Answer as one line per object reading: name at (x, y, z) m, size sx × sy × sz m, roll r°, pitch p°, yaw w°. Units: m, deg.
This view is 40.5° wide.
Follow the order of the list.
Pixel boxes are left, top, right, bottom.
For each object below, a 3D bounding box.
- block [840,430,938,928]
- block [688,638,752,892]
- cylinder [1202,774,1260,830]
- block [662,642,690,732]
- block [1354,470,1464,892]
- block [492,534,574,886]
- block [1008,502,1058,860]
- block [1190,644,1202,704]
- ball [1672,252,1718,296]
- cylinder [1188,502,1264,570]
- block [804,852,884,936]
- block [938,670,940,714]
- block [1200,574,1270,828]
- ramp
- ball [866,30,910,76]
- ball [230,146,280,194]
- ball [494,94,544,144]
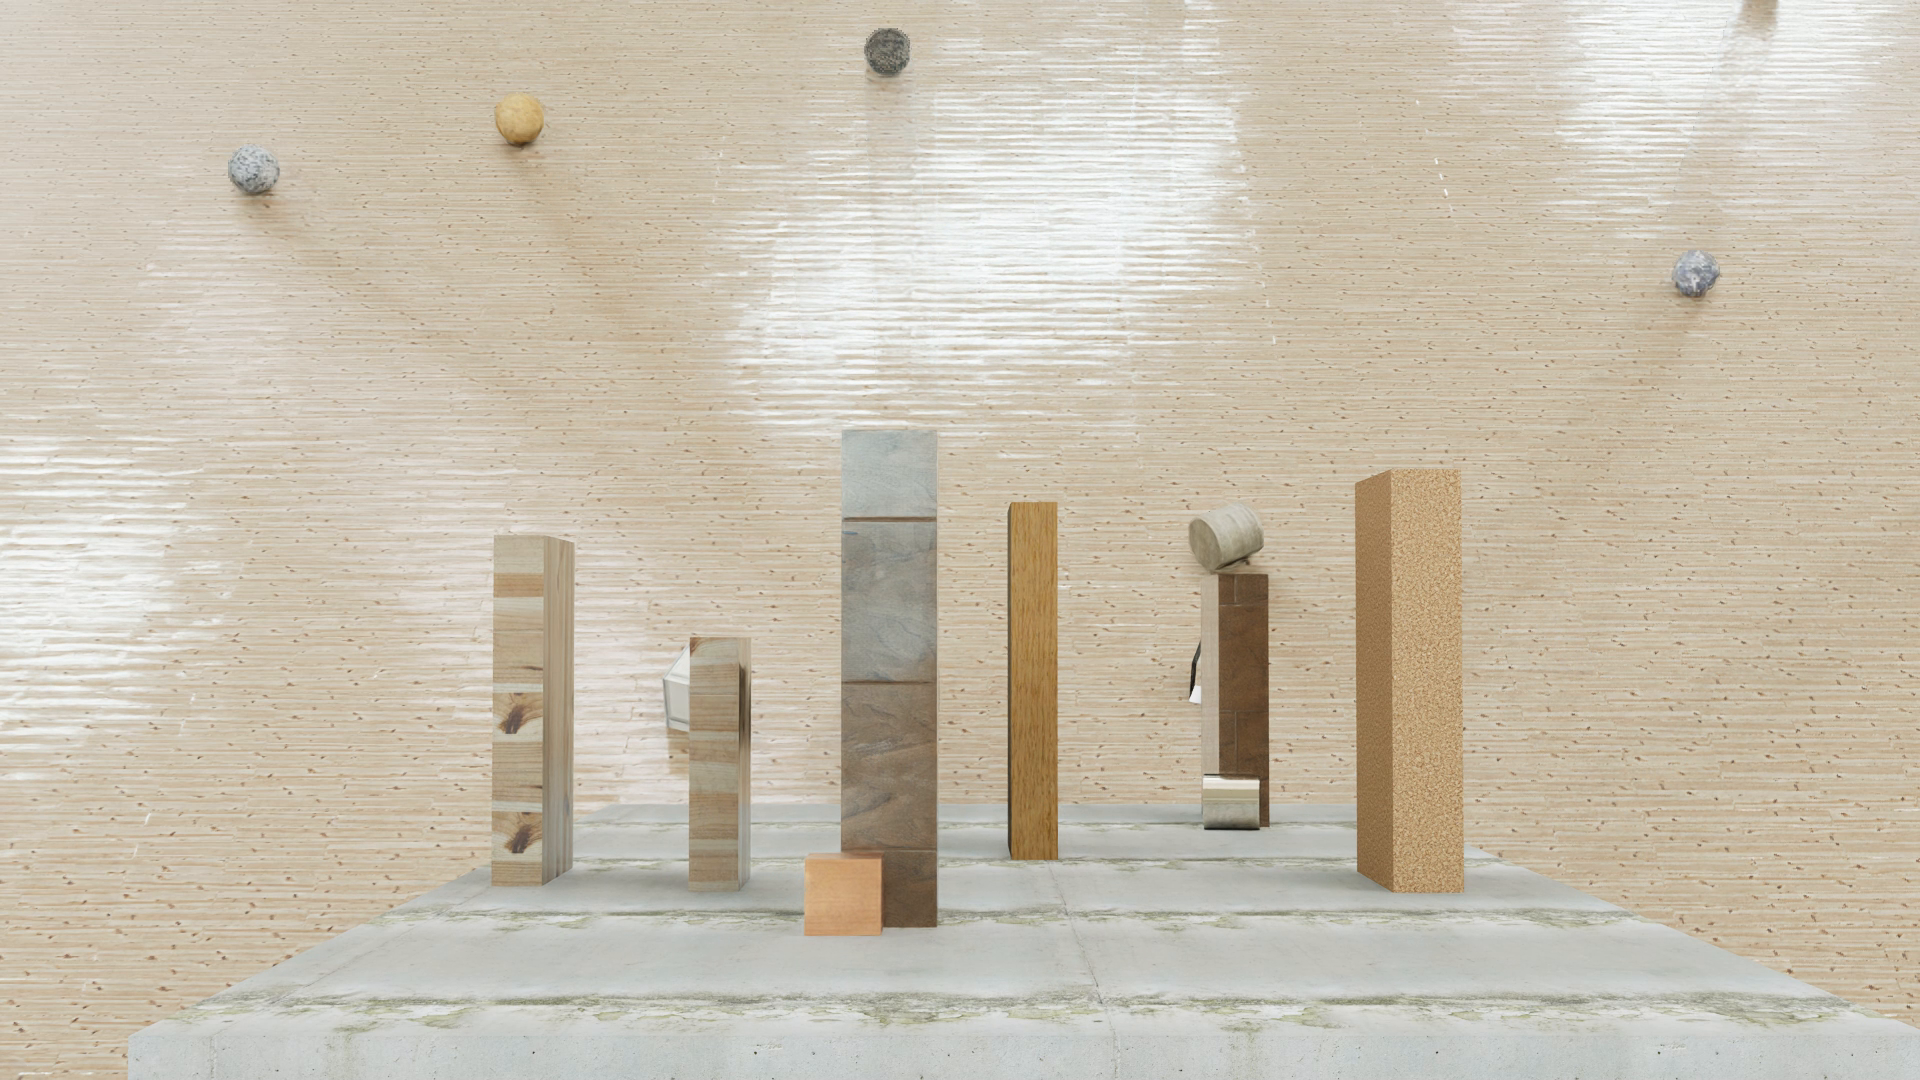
block at (-0.108, 0.217, 4.147) m, size 0.146 × 0.759 × 0.364 m, roll 0°, pitch -2°, yaw 0°
block at (-0.427, 0.394, 4.644) m, size 0.086 × 0.441 × 0.264 m, roll 0°, pitch -2°, yaw 0°
cylinder at (0.625, 0.601, 5.969) m, size 0.127 × 0.127 × 0.127 m, roll 0°, pitch 36°, yaw 9°
block at (-0.710, 0.421, 7.245) m, size 0.172 × 0.172 × 0.172 m, roll 12°, pitch 38°, yaw 17°
block at (0.809, 0.251, 4.705) m, size 0.122 × 0.732 × 0.412 m, roll 0°, pitch -2°, yaw 0°
block at (-0.786, 0.309, 4.803) m, size 0.089 × 0.623 × 0.372 m, roll 0°, pitch -2°, yaw 0°
block at (0.148, 0.287, 5.365) m, size 0.092 × 0.710 × 0.408 m, roll 0°, pitch -2°, yaw 0°
block at (0.735, 0.372, 7.341) m, size 0.140 × 0.140 × 0.140 m, roll 10°, pitch 37°, yaw 14°
ball at (2.582, -0.935, 9.135) m, size 0.154 × 0.154 × 0.154 m, roll 0°, pitch 36°, yaw 0°
cylinder at (0.804, -0.012, 7.852) m, size 0.162 × 0.162 × 0.162 m, roll -20°, pitch 40°, yaw -25°
block at (-0.173, 0.530, 3.897) m, size 0.113 × 0.113 × 0.113 m, roll 0°, pitch -2°, yaw 0°
block at (-0.149, 0.453, 7.219) m, size 0.151 × 0.151 × 0.151 m, roll 9°, pitch 37°, yaw 12°
block at (0.660, 0.381, 6.267) m, size 0.117 × 0.588 × 0.443 m, roll 0°, pitch -2°, yaw 0°
ramp at (0.079, 0.674, 4.874) m, size 2.000 × 0.100 × 4.000 m, roll 0°, pitch -2°, yaw 0°
ball at (-0.292, -1.979, 10.553) m, size 0.185 × 0.185 × 0.185 m, roll 0°, pitch 36°, yaw 0°
ball at (-2.643, -1.387, 9.738) m, size 0.180 × 0.180 × 0.180 m, roll 0°, pitch 36°, yaw 0°
ball at (-1.705, -1.629, 10.063) m, size 0.189 × 0.189 × 0.189 m, roll 0°, pitch 36°, yaw 0°
